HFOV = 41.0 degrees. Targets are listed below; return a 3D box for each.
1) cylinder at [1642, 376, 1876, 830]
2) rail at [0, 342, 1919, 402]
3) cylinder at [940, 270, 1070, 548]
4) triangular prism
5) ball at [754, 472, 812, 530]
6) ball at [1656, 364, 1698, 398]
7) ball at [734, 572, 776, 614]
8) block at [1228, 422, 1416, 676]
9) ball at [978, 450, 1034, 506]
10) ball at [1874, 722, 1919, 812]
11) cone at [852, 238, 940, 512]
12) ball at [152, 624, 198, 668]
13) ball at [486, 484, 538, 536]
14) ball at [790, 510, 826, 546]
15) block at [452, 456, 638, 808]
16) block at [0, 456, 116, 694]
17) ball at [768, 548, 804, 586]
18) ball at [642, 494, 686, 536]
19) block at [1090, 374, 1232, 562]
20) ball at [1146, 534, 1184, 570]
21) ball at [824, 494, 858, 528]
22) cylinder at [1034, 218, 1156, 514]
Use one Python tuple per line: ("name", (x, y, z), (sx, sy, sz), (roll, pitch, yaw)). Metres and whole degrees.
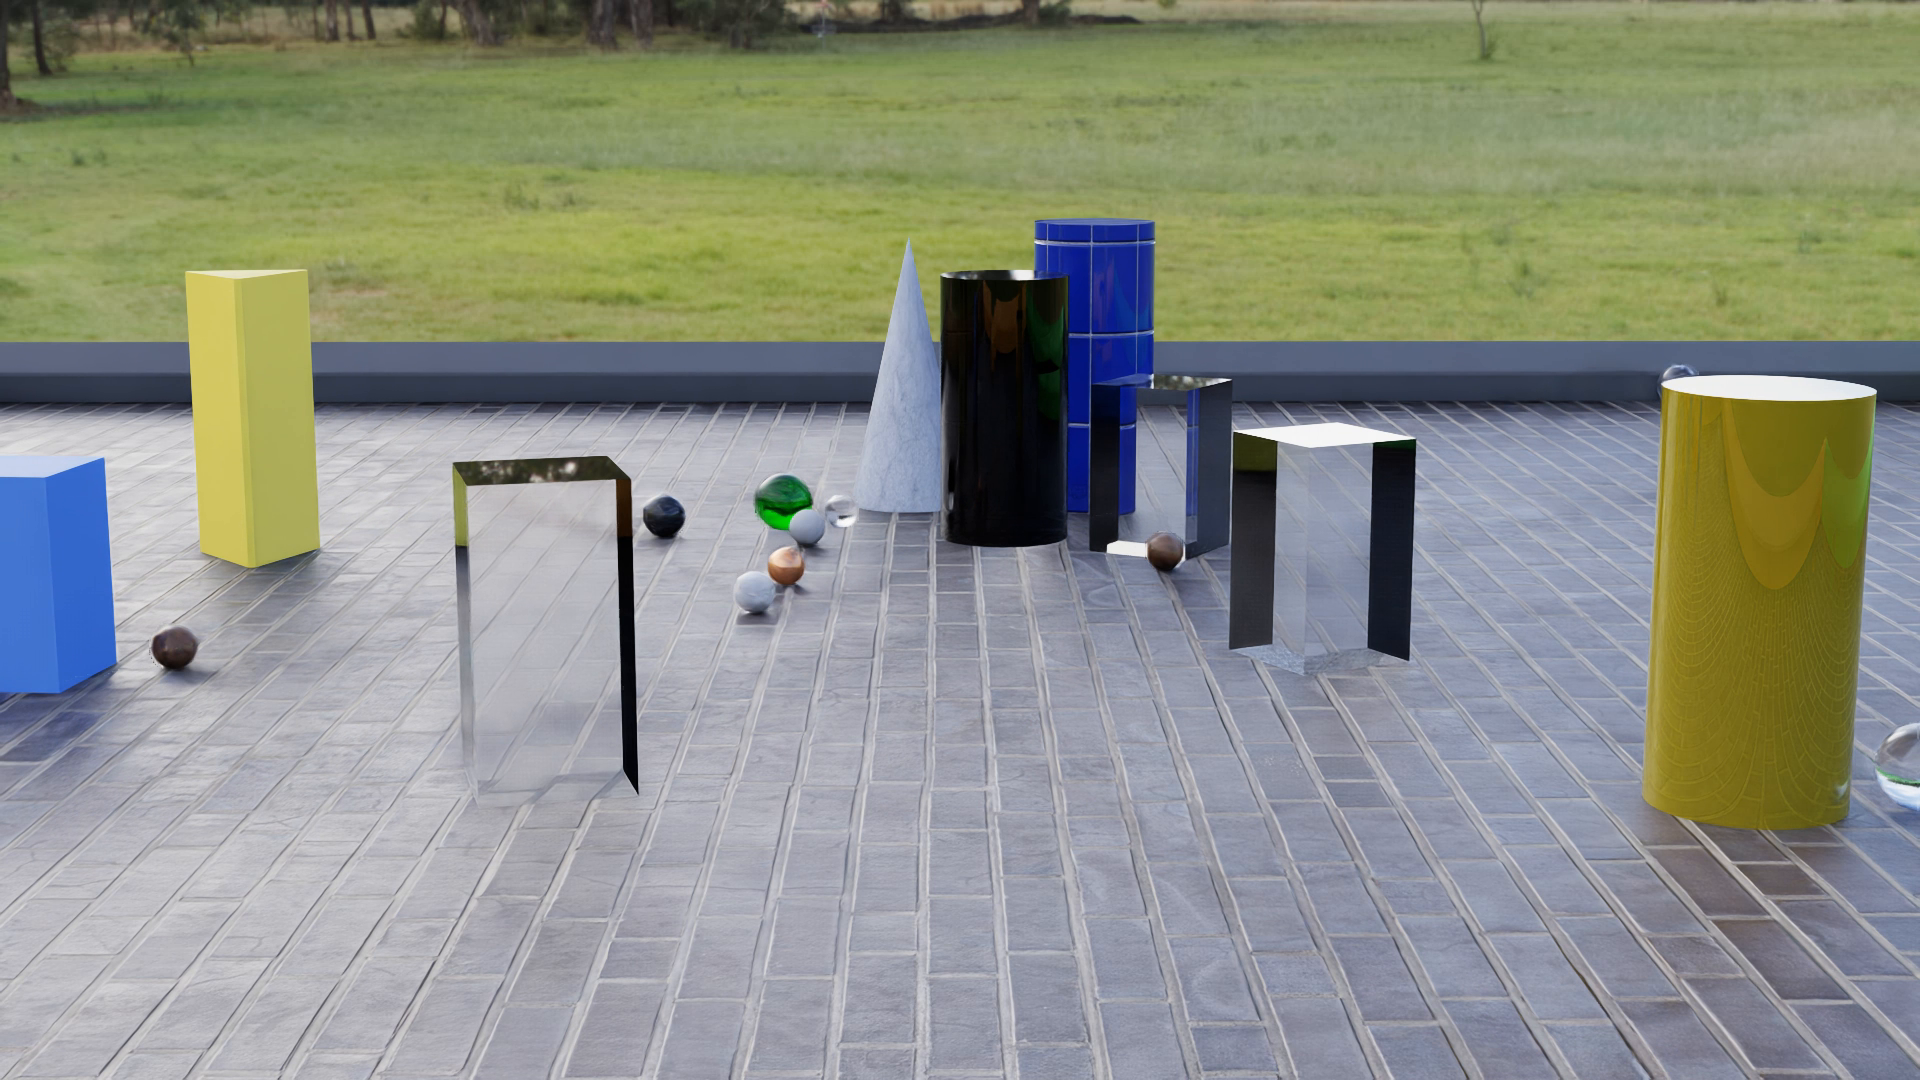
("cylinder", (0.788, 0.057, 2.539), (0.200, 0.417, 0.200), (0, 10, 0))
("rail", (-0.013, -0.366, 5.609), (4.430, 0.130, 0.045), (0, 10, 0))
("cylinder", (0.069, -0.208, 3.992), (0.200, 0.409, 0.200), (0, 10, 0))
("triangular prism", (-1.040, -0.189, 3.846), (0.150, 0.424, 0.173), (-9, 14, -39))
("ball", (-0.281, -0.061, 4.074), (0.091, 0.091, 0.091), (0, 10, 0))
("ball", (1.553, -0.333, 5.543), (0.091, 0.091, 0.091), (0, 10, 0))
("ball", (-0.277, 0.070, 3.456), (0.057, 0.057, 0.057), (0, 10, 0))
("block", (0.448, 0.007, 3.185), (0.160, 0.279, 0.160), (-6, 12, -28))
("ball", (0.077, -0.103, 4.290), (0.095, 0.095, 0.095), (0, 10, 0))
("ball", (0.951, 0.225, 2.536), (0.088, 0.088, 0.088), (0, 10, 0))
("cone", (-0.085, -0.284, 4.296), (0.200, 0.448, 0.200), (0, 10, 0))
("ball", (-0.961, 0.130, 3.138), (0.054, 0.054, 0.054), (0, 10, 0))
("ball", (-0.702, -0.047, 4.023), (0.082, 0.082, 0.082), (0, 10, 0))
("ball", (-0.235, -0.019, 3.943), (0.056, 0.056, 0.056), (0, 10, 0))
("block", (-0.424, 0.089, 2.617), (0.160, 0.325, 0.160), (-3, 11, -16))
("block", (-1.130, 0.038, 3.080), (0.160, 0.257, 0.160), (1, 11, 6))
("ball", (-0.247, 0.037, 3.644), (0.053, 0.053, 0.053), (0, 10, 0))
("ball", (-0.463, -0.039, 4.017), (0.067, 0.067, 0.067), (0, 10, 0))
("block", (0.306, -0.114, 3.907), (0.160, 0.255, 0.160), (6, 12, 30))
("ball", (0.299, 0.017, 3.751), (0.054, 0.054, 0.054), (0, 10, 0))
("ball", (-0.189, -0.046, 4.093), (0.054, 0.054, 0.054), (0, 10, 0))
("cylinder", (0.223, -0.293, 4.278), (0.200, 0.473, 0.200), (0, 10, 0))
